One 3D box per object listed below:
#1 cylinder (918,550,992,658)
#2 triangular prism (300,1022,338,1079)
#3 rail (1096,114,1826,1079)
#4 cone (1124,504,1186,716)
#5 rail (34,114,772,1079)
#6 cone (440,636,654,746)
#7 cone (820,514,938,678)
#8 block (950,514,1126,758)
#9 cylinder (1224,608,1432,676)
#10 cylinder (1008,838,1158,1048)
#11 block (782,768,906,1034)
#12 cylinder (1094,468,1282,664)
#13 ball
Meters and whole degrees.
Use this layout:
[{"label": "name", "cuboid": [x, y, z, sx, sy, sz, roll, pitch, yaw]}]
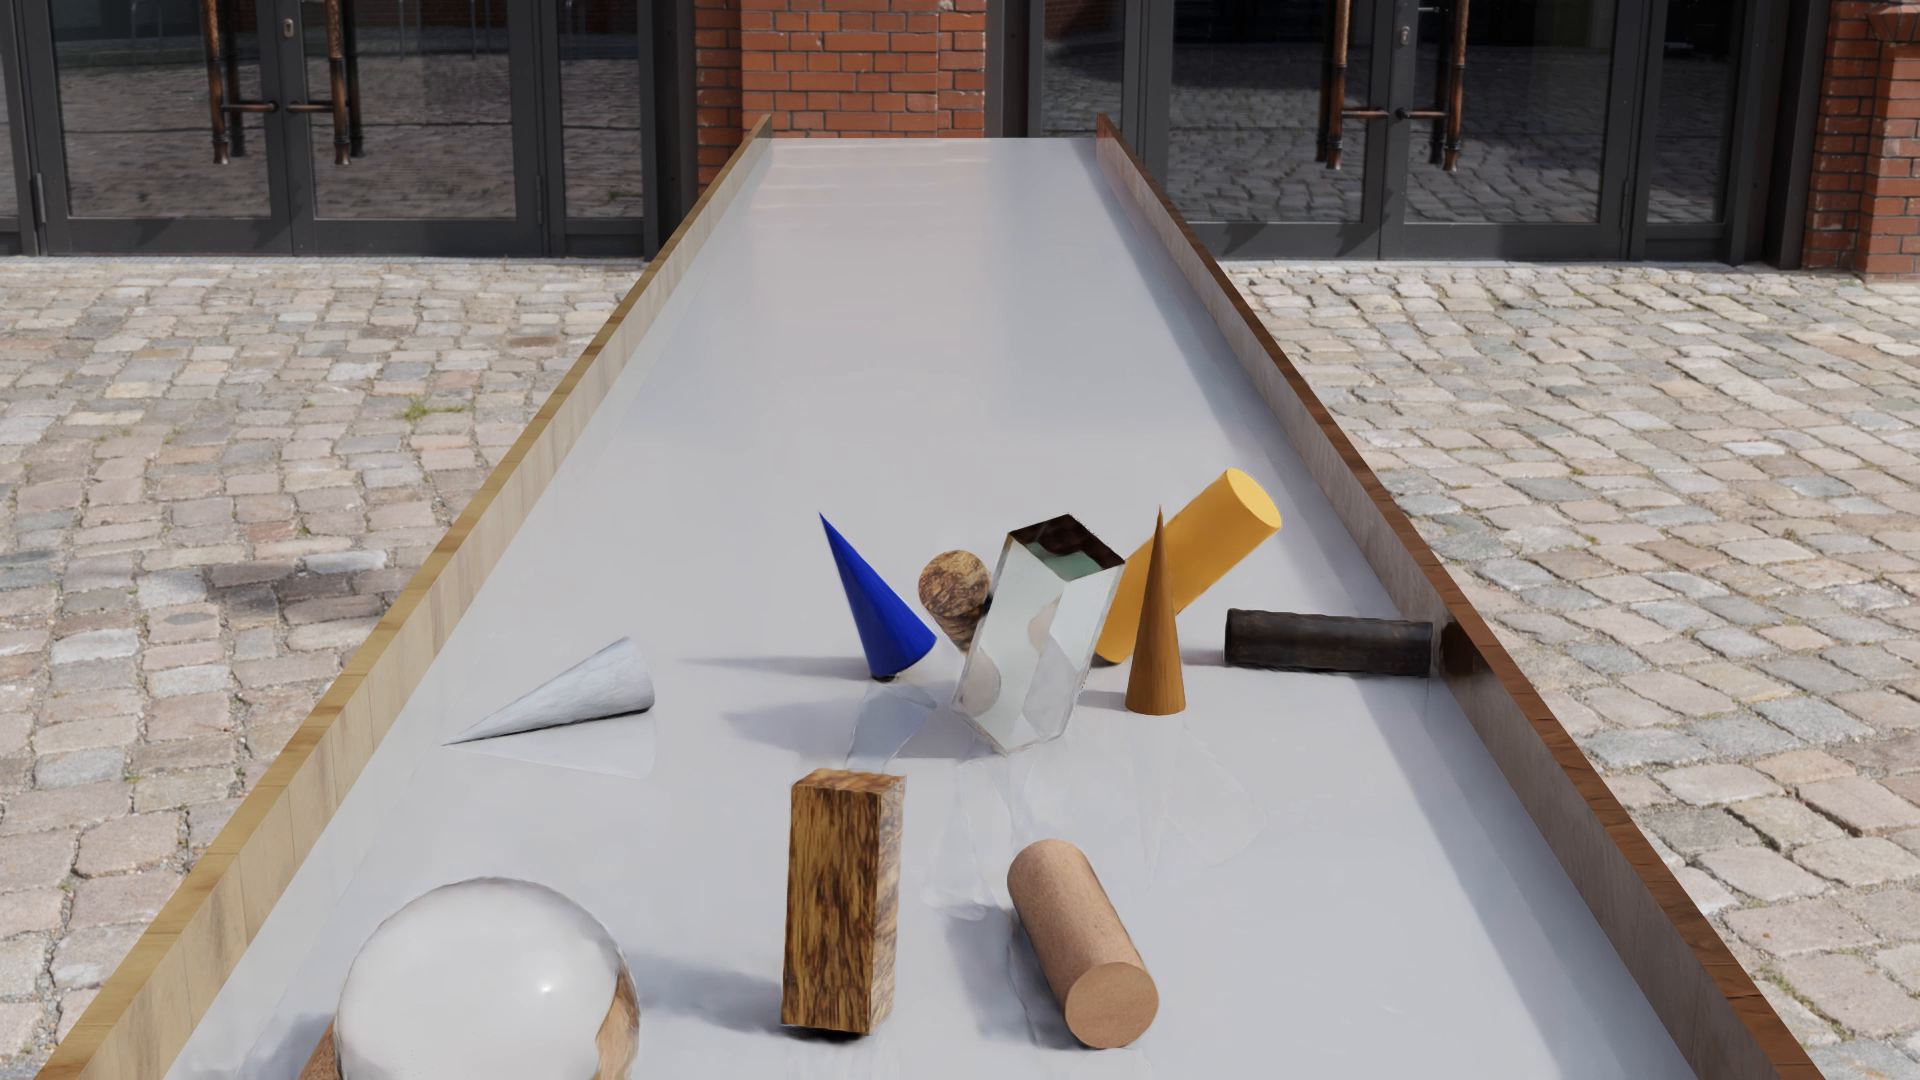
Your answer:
[{"label": "cylinder", "cuboid": [0.048, 0.162, 4.051, 0.129, 0.129, 0.401, 7, -23, 23]}, {"label": "triangular prism", "cuboid": [-0.806, 0.672, 2.803, 0.102, 0.088, 0.404, 0, 17, 1]}, {"label": "rail", "cuboid": [0.932, -0.844, 7.801, 0.050, 0.150, 12.000, 0, 17, -1]}, {"label": "cone", "cuboid": [0.371, 0.122, 4.119, 0.116, 0.398, 0.116, 0, 17, 0]}, {"label": "rail", "cuboid": [-1.118, -0.838, 7.780, 0.050, 0.150, 12.000, 0, 17, -1]}, {"label": "cone", "cuboid": [-0.776, 0.311, 4.057, 0.400, 0.143, 0.143, -20, 24, -26]}, {"label": "cone", "cuboid": [-0.191, 0.086, 4.284, 0.150, 0.342, 0.150, -26, 20, 10]}, {"label": "block", "cuboid": [0.135, 0.171, 3.898, 0.151, 0.398, 0.151, -17, 47, -41]}, {"label": "cylinder", "cuboid": [0.730, 0.202, 4.362, 0.400, 0.105, 0.105, 4, 17, 12]}, {"label": "cylinder", "cuboid": [0.167, 0.563, 3.109, 0.128, 0.128, 0.397, -3, 17, -10]}, {"label": "block", "cuboid": [-0.158, 0.487, 2.986, 0.123, 0.326, 0.123, 4, 6, 13]}, {"label": "cylinder", "cuboid": [0.422, 0.053, 4.325, 0.149, 0.434, 0.149, 37, 26, -22]}, {"label": "ball", "cuboid": [-0.563, 0.584, 2.632, 0.360, 0.360, 0.360, 0, 17, 0]}]
